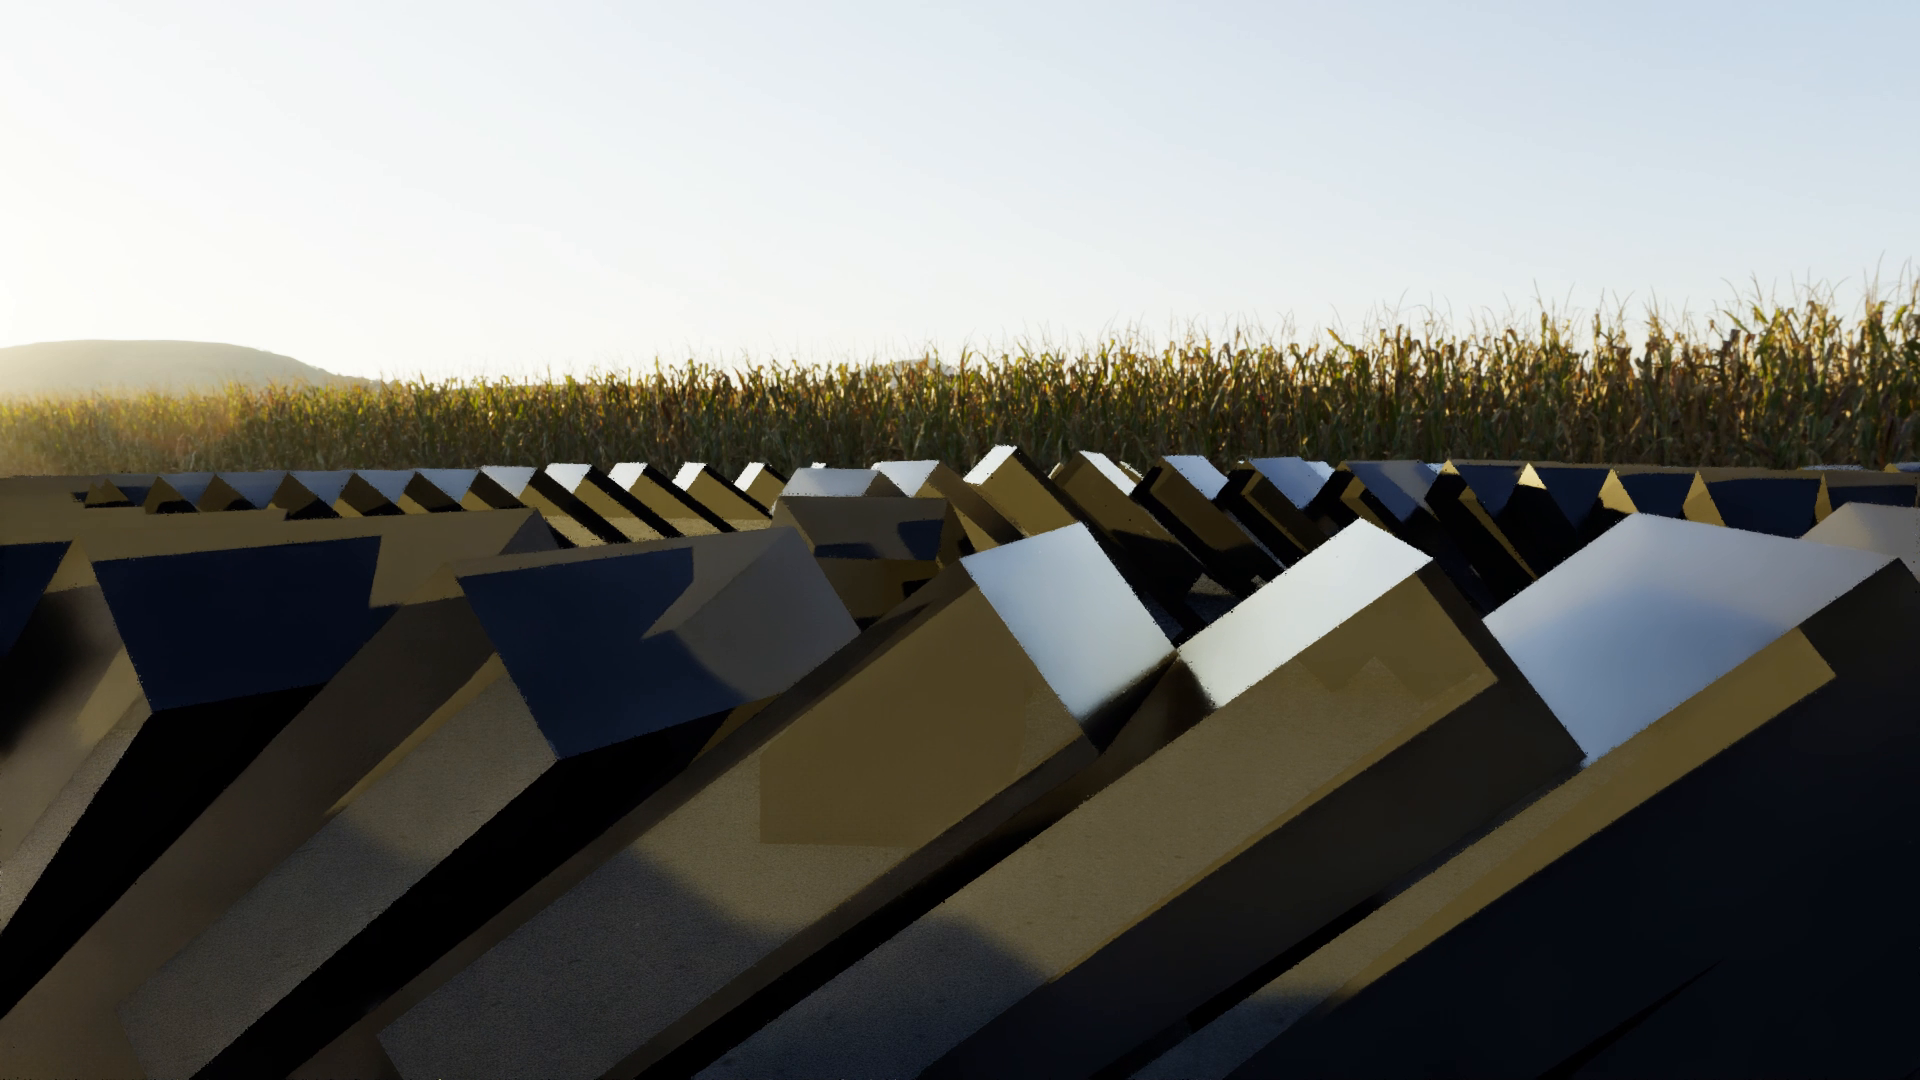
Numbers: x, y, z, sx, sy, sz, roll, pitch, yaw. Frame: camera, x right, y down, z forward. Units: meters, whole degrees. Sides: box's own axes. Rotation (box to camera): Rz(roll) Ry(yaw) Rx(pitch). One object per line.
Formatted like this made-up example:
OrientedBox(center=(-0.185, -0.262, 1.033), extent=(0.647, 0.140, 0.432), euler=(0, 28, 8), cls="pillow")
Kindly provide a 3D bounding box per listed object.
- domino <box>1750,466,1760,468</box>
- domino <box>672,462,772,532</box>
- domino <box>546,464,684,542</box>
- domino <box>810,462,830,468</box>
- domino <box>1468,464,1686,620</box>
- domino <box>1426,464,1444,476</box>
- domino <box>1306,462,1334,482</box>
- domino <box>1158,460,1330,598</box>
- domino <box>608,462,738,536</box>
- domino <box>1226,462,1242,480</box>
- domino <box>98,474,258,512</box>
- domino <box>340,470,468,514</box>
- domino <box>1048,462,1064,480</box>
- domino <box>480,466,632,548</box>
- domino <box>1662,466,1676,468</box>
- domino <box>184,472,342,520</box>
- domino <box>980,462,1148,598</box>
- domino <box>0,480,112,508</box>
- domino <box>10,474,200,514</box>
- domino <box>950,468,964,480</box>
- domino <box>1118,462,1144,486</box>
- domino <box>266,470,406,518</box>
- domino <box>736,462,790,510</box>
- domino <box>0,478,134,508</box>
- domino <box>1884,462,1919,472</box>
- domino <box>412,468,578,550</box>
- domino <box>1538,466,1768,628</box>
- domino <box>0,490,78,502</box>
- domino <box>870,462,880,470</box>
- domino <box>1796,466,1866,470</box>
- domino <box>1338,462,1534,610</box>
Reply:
OrientedBox(center=(0.195, 0.002, 0.293), extent=(0.025, 0.010, 0.050), euler=(-3, 41, -36), cls="domino")
OrientedBox(center=(-0.052, -0.002, 0.338), extent=(0.050, 0.010, 0.025), euler=(38, -11, -21), cls="domino")
OrientedBox(center=(-0.079, 0.000, 0.315), extent=(0.025, 0.010, 0.050), euler=(5, -30, 51), cls="domino")
OrientedBox(center=(-0.021, -0.003, 0.353), extent=(0.050, 0.009, 0.025), euler=(36, -5, -13), cls="domino")
OrientedBox(center=(0.157, -0.001, 0.328), extent=(0.025, 0.010, 0.050), euler=(-5, 42, -48), cls="domino")
OrientedBox(center=(0.144, -0.001, 0.338), extent=(0.050, 0.009, 0.025), euler=(45, 29, 27), cls="domino")
OrientedBox(center=(0.114, -0.003, 0.355), extent=(0.050, 0.009, 0.025), euler=(42, 23, 22), cls="domino")
OrientedBox(center=(0.081, -0.004, 0.366), extent=(0.050, 0.010, 0.025), euler=(39, 15, 13), cls="domino")
OrientedBox(center=(-0.066, -0.001, 0.327), extent=(0.050, 0.010, 0.025), euler=(40, -17, -27), cls="domino")
OrientedBox(center=(0.098, -0.003, 0.362), extent=(0.050, 0.010, 0.025), euler=(41, 19, 18), cls="domino")
OrientedBox(center=(-0.123, 0.007, 0.223), extent=(0.025, 0.009, 0.050), euler=(1, -32, 19), cls="domino")
OrientedBox(center=(-0.107, 0.004, 0.271), extent=(0.025, 0.009, 0.050), euler=(3, -31, 32), cls="domino")
OrientedBox(center=(0.046, -0.003, 0.366), extent=(0.050, 0.009, 0.025), euler=(36, 6, 0), cls="domino")
OrientedBox(center=(-0.089, 0.001, 0.301), extent=(0.025, 0.010, 0.050), euler=(4, -31, 42), cls="domino")
OrientedBox(center=(0.184, 0.001, 0.306), extent=(0.025, 0.010, 0.050), euler=(-4, 41, -40), cls="domino")
OrientedBox(center=(-0.119, 0.006, 0.239), extent=(0.025, 0.009, 0.050), euler=(1, -32, 22), cls="domino")
OrientedBox(center=(0.029, -0.003, 0.365), extent=(0.050, 0.009, 0.025), euler=(36, 3, -3), cls="domino")
OrientedBox(center=(-0.119, 0.011, 0.171), extent=(0.025, 0.010, 0.050), euler=(-1, -33, -7), cls="domino")
OrientedBox(center=(-0.125, 0.008, 0.205), extent=(0.025, 0.010, 0.050), euler=(0, -33, 11), cls="domino")
OrientedBox(center=(0.012, -0.003, 0.362), extent=(0.050, 0.010, 0.025), euler=(36, 0, -7), cls="domino")
OrientedBox(center=(0.063, -0.004, 0.367), extent=(0.050, 0.010, 0.025), euler=(37, 9, 5), cls="domino")
OrientedBox(center=(-0.113, 0.005, 0.255), extent=(0.025, 0.010, 0.050), euler=(2, -32, 27), cls="domino")
OrientedBox(center=(-0.037, -0.002, 0.346), extent=(0.050, 0.010, 0.025), euler=(37, -8, -17), cls="domino")
OrientedBox(center=(-0.124, 0.009, 0.188), extent=(0.025, 0.009, 0.050), euler=(0, -33, 3), cls="domino")
OrientedBox(center=(0.217, 0.003, 0.266), extent=(0.025, 0.010, 0.050), euler=(-2, 43, -22), cls="domino")
OrientedBox(center=(-0.098, 0.002, 0.286), extent=(0.025, 0.009, 0.050), euler=(3, -31, 36), cls="domino")
OrientedBox(center=(0.171, 0.000, 0.318), extent=(0.025, 0.010, 0.050), euler=(-4, 42, -44), cls="domino")
OrientedBox(center=(-0.113, 0.012, 0.154), extent=(0.025, 0.010, 0.050), euler=(-1, -32, -14), cls="domino")
OrientedBox(center=(-0.005, -0.003, 0.358), extent=(0.050, 0.009, 0.025), euler=(36, -3, -11), cls="domino")
OrientedBox(center=(0.207, 0.003, 0.280), extent=(0.025, 0.010, 0.050), euler=(-2, 42, -28), cls="domino")
OrientedBox(center=(0.129, -0.002, 0.347), extent=(0.050, 0.010, 0.025), euler=(43, 26, 24), cls="domino")
